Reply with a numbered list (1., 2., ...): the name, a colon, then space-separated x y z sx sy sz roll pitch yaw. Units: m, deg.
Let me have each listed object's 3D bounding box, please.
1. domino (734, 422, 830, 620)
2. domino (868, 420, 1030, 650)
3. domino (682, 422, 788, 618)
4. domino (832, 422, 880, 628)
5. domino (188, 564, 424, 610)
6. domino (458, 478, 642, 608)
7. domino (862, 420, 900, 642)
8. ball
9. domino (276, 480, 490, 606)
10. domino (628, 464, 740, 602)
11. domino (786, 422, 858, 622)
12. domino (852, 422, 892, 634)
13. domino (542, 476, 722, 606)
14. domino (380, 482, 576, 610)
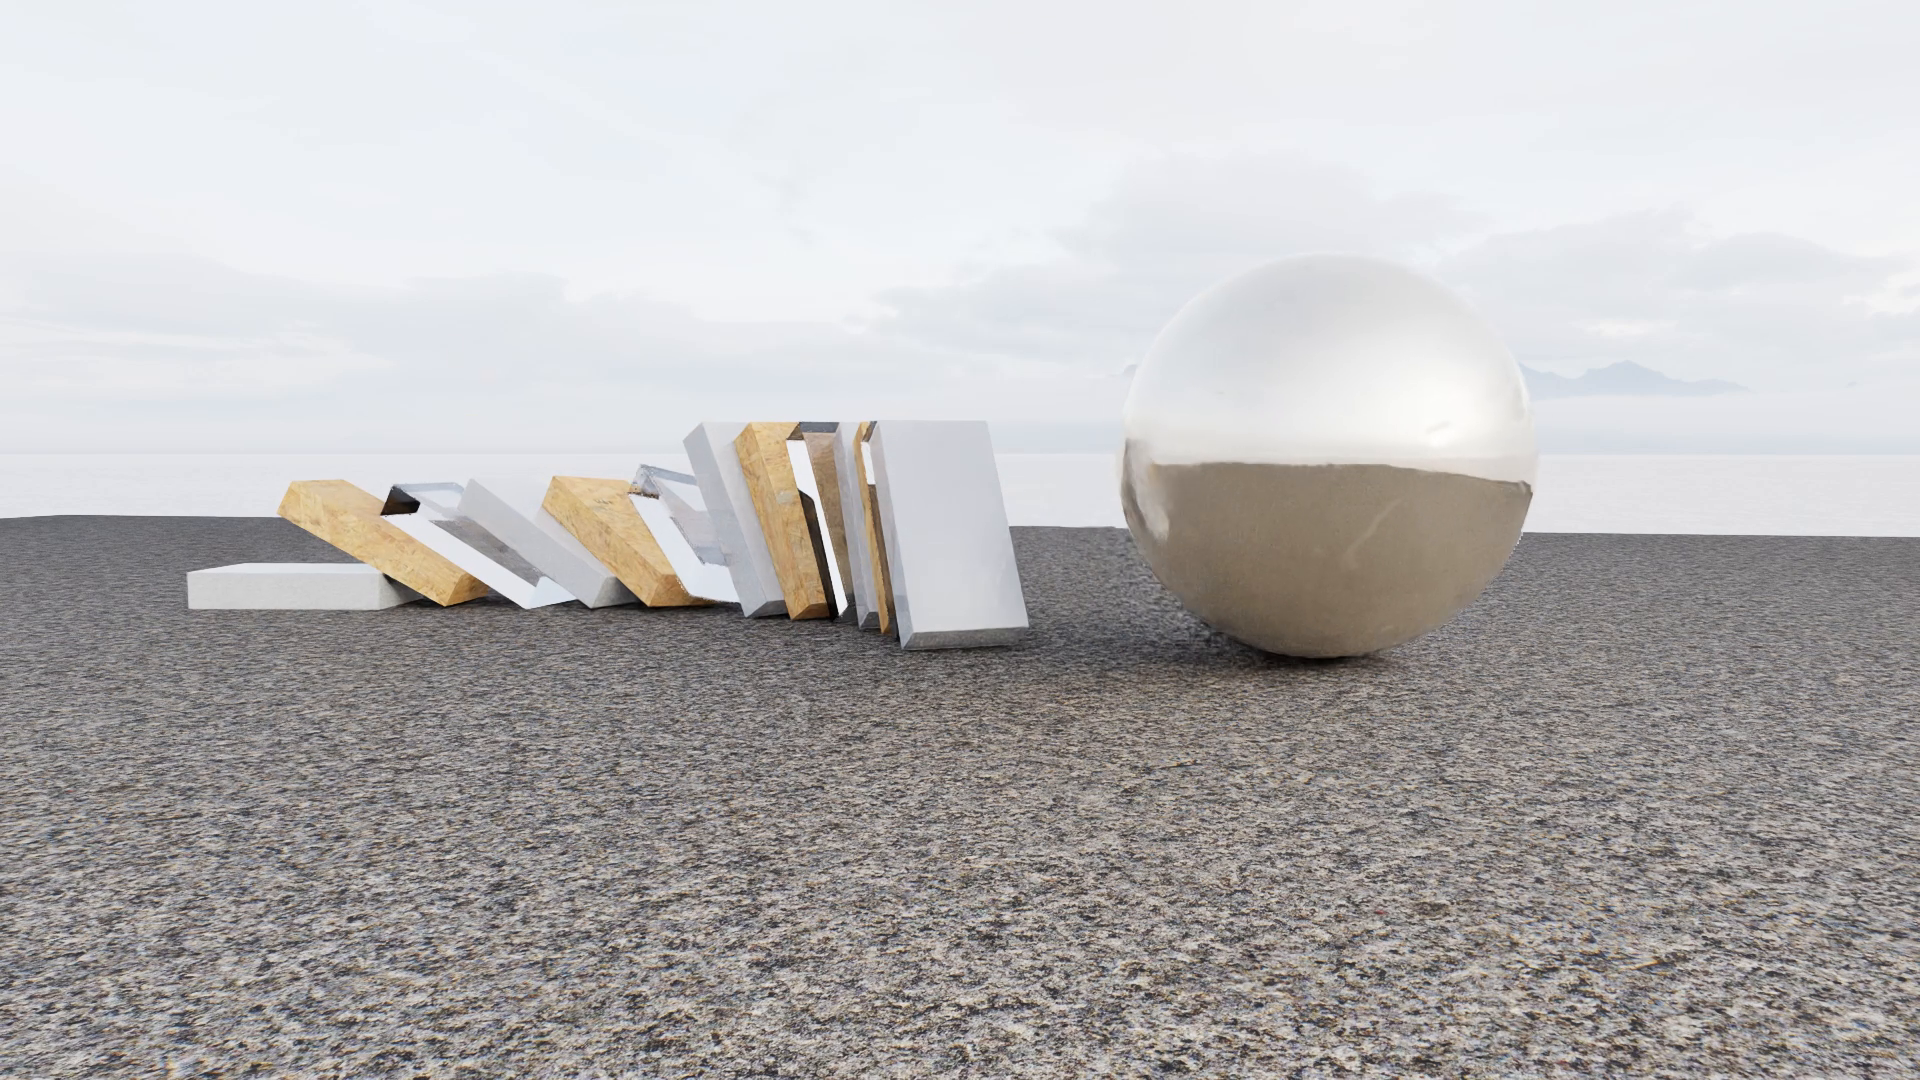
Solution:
1. domino: -0.037 -0.006 0.322 0.025 0.050 0.009 -4 -24 -42
2. domino: -0.003 -0.002 0.275 0.025 0.050 0.009 -1 -27 -19
3. domino: -0.050 -0.006 0.326 0.025 0.050 0.009 -5 -24 -48
4. domino: -0.014 -0.004 0.306 0.025 0.050 0.009 -1 -27 -19
5. domino: -0.174 0.012 0.342 0.050 0.010 0.025 0 4 2
6. domino: -0.107 0.000 0.345 0.050 0.009 0.025 33 14 17
7. domino: -0.005 -0.003 0.286 0.025 0.050 0.009 -1 -27 -19
8. ball: 0.071 -0.017 0.254 0.080 0.080 0.080 0 4 0
9. domino: -0.152 0.000 0.343 0.050 0.010 0.025 29 5 1
10. domino: -0.067 -0.002 0.340 0.025 0.010 0.050 13 24 -40
11. domino: -0.024 -0.005 0.316 0.025 0.050 0.009 -2 -26 -32
12. domino: -0.008 -0.004 0.297 0.025 0.050 0.009 -1 -27 -19
13. domino: -0.086 0.000 0.342 0.050 0.010 0.025 36 19 30
14. domino: -0.127 0.001 0.346 0.050 0.010 0.025 30 12 12
